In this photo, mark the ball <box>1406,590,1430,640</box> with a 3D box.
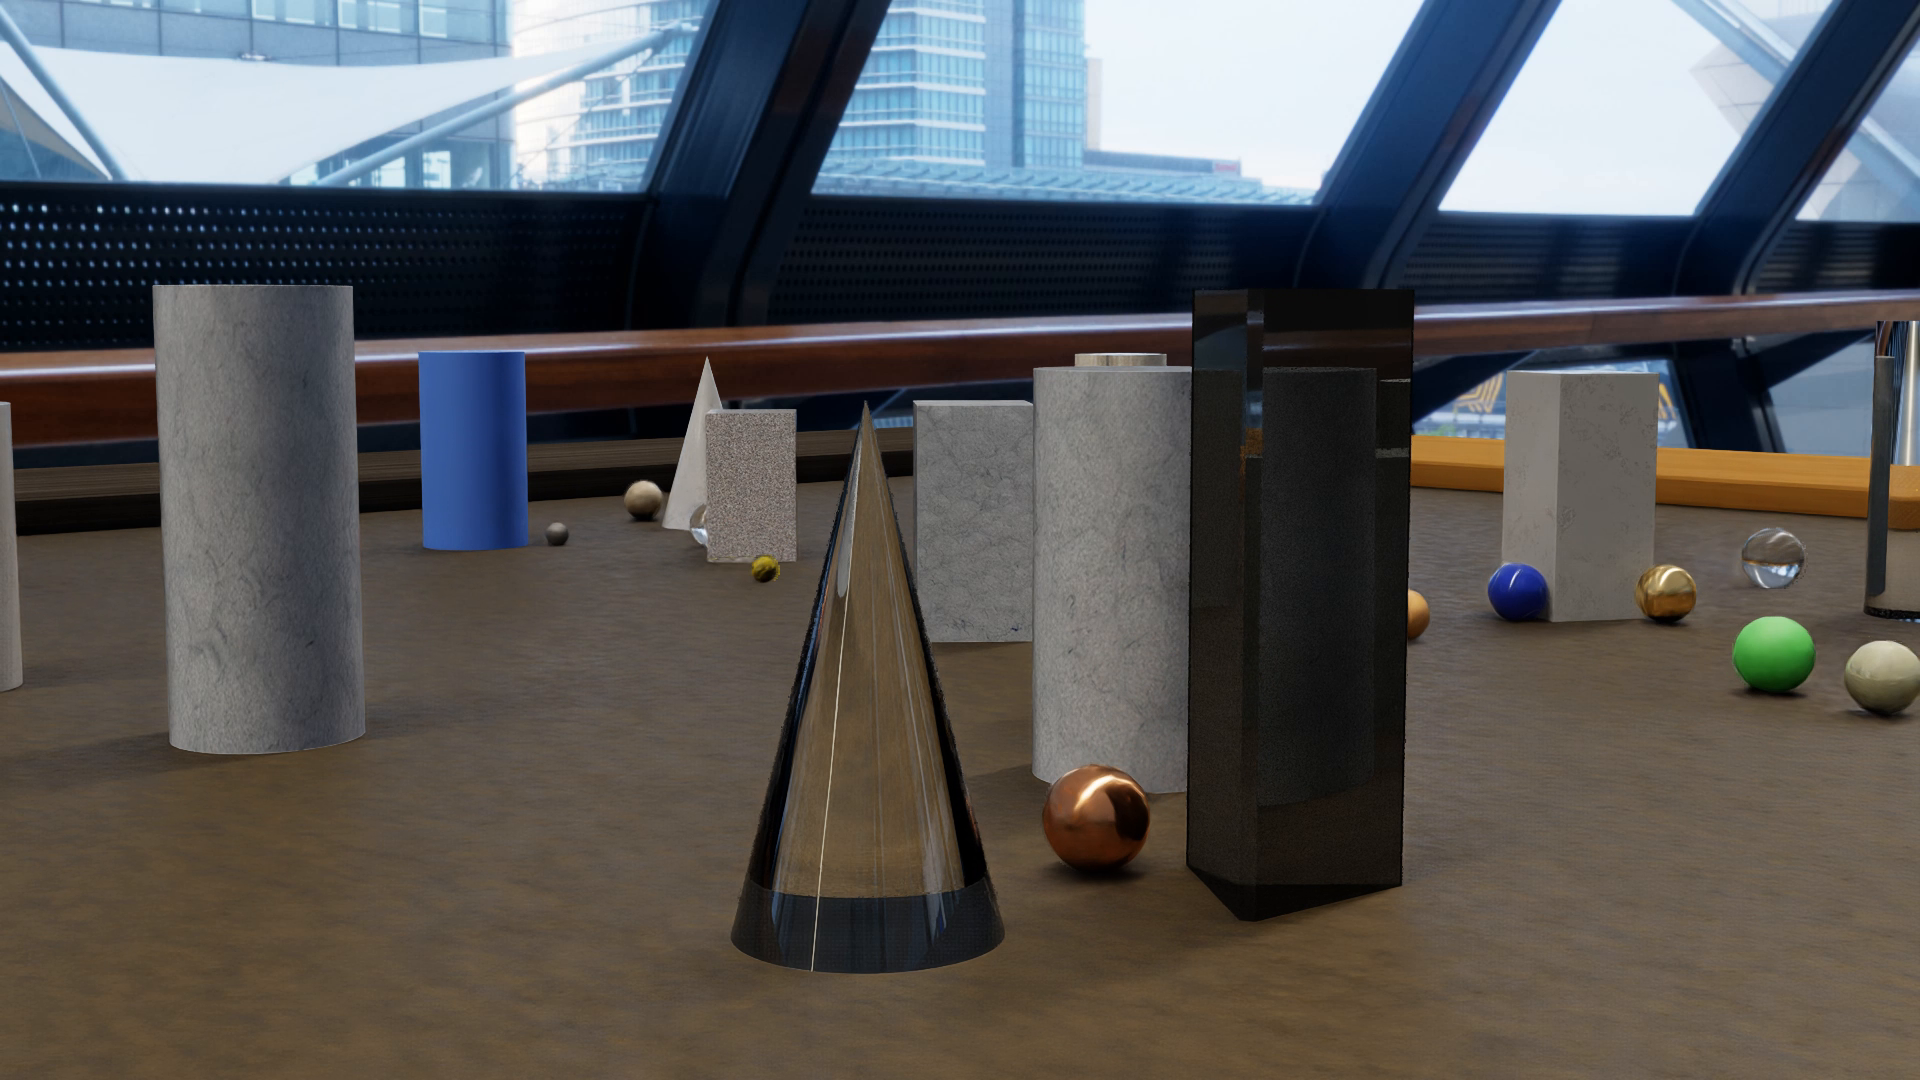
[{"bbox_3d":[0.599,0.101,2.968,0.071,0.071,0.071,0,6,0],"label":"ball"}]

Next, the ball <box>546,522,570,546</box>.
[{"bbox_3d":[-0.764,-0.011,4.172,0.044,0.044,0.044,0,6,0],"label":"ball"}]

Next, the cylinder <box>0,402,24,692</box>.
[{"bbox_3d":[-1.215,0.008,2.585,0.197,0.335,0.197,0,6,0],"label":"cylinder"}]

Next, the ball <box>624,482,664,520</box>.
[{"bbox_3d":[-0.672,-0.084,4.680,0.082,0.082,0.082,0,6,0],"label":"ball"}]

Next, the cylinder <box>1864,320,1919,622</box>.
[{"bbox_3d":[1.430,-0.103,3.200,0.197,0.429,0.197,0,6,0],"label":"cylinder"}]

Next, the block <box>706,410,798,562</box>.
[{"bbox_3d":[-0.374,-0.100,3.969,0.157,0.263,0.157,0,6,-3],"label":"block"}]

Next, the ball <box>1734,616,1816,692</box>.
[{"bbox_3d":[0.951,0.133,2.569,0.090,0.090,0.090,0,6,0],"label":"ball"}]

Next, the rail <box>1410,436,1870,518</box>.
[{"bbox_3d":[1.737,-0.133,4.926,0.045,0.128,4.102,-5,8,-42],"label":"rail"}]

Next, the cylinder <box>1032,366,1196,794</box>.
[{"bbox_3d":[0.168,0.031,2.110,0.197,0.389,0.197,0,6,0],"label":"cylinder"}]

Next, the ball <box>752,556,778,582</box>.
[{"bbox_3d":[-0.321,0.048,3.611,0.042,0.042,0.042,0,6,0],"label":"ball"}]

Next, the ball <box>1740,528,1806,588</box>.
[{"bbox_3d":[1.302,0.030,3.523,0.097,0.097,0.097,0,6,0],"label":"ball"}]

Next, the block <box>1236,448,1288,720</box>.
[{"bbox_3d":[0.256,0.046,2.449,0.157,0.289,0.157,-2,6,-17],"label":"block"}]

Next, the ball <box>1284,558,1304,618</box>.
[{"bbox_3d":[0.446,0.069,3.156,0.096,0.096,0.096,0,6,0],"label":"ball"}]

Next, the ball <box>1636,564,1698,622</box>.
[{"bbox_3d":[1.009,0.076,3.142,0.084,0.084,0.084,0,6,0],"label":"ball"}]

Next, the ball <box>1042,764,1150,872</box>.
[{"bbox_3d":[0.109,0.221,1.748,0.086,0.086,0.086,0,6,0],"label":"ball"}]

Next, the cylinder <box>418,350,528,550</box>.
[{"bbox_3d":[-0.921,-0.173,4.167,0.197,0.367,0.197,0,6,0],"label":"cylinder"}]

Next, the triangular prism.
[{"bbox_3d":[0.231,0.039,1.693,0.170,0.460,0.148,-5,8,-38],"label":"triangular prism"}]

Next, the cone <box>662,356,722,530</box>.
[{"bbox_3d":[-0.521,-0.205,4.545,0.197,0.351,0.197,0,6,0],"label":"cone"}]

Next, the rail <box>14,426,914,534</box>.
[{"bbox_3d":[-1.375,-0.122,4.814,4.774,0.128,0.045,-5,8,-42],"label":"rail"}]

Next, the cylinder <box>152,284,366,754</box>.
[{"bbox_3d":[-0.726,-0.028,2.287,0.197,0.469,0.197,0,6,0],"label":"cylinder"}]

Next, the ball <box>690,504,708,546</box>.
[{"bbox_3d":[-0.470,-0.029,4.157,0.083,0.083,0.083,0,6,0],"label":"ball"}]

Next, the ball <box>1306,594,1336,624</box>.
[{"bbox_3d":[0.514,0.097,3.135,0.043,0.043,0.043,0,6,0],"label":"ball"}]

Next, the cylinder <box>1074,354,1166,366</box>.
[{"bbox_3d":[0.345,-0.225,4.737,0.197,0.351,0.197,0,6,0],"label":"cylinder"}]

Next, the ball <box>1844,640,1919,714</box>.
[{"bbox_3d":[1.022,0.152,2.432,0.081,0.081,0.081,0,6,0],"label":"ball"}]

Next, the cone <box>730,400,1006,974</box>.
[{"bbox_3d":[-0.066,0.091,1.558,0.197,0.384,0.197,0,6,0],"label":"cone"}]

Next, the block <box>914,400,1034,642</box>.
[{"bbox_3d":[0.017,-0.029,3.026,0.157,0.318,0.157,0,6,-3],"label":"block"}]

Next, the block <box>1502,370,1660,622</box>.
[{"bbox_3d":[0.908,-0.069,3.228,0.157,0.355,0.157,-2,6,-14],"label":"block"}]

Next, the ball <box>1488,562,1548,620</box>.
[{"bbox_3d":[0.802,0.074,3.163,0.084,0.084,0.084,0,6,0],"label":"ball"}]
